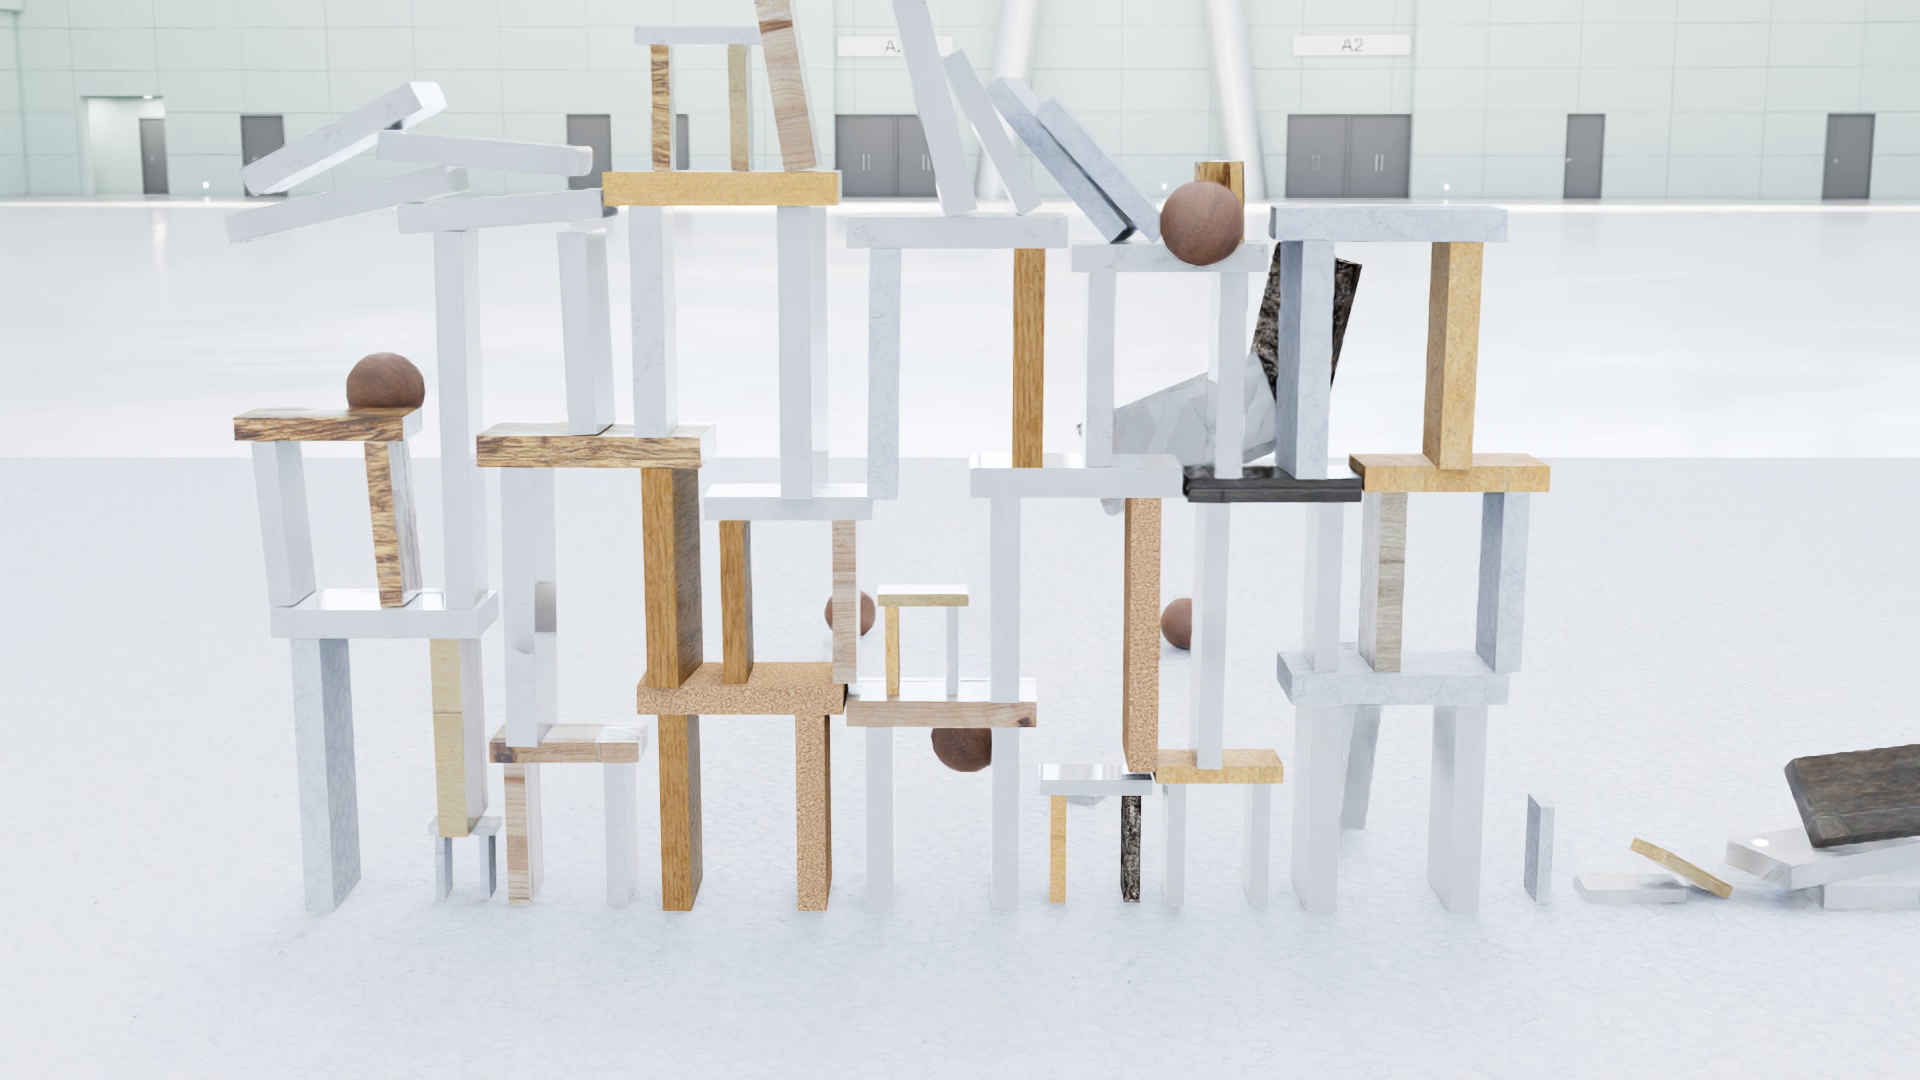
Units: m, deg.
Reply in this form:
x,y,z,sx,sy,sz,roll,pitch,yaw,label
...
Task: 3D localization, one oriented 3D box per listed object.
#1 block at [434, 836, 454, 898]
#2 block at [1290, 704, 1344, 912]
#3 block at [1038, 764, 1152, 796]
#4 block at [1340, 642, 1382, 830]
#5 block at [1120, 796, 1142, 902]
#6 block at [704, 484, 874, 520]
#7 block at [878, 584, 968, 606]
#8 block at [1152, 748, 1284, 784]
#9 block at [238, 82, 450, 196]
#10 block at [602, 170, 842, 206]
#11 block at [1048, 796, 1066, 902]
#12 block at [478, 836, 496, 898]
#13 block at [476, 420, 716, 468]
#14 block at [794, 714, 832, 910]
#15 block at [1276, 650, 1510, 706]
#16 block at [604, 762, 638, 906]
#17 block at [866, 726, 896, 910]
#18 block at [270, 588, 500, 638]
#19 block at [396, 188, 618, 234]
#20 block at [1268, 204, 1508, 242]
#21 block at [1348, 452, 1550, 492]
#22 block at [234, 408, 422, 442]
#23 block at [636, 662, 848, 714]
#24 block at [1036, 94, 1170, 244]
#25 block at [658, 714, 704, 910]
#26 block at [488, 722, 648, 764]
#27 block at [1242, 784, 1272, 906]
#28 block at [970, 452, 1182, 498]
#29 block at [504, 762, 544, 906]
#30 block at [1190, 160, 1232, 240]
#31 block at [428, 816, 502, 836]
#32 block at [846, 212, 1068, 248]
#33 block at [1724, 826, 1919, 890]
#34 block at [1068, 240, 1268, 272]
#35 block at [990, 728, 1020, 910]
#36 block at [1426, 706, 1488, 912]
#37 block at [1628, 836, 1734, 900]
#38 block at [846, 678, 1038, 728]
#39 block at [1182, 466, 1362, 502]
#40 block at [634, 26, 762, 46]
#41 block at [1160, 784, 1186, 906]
x,y,z,sx,sy,sz,roll,pitch,yaw,label
-0.859,0.535,3.661,0.016,0.110,0.055,1,11,0,block
0.589,0.419,3.637,0.049,0.347,0.174,0,11,0,block
0.222,0.396,3.636,0.184,0.026,0.092,0,11,0,block
0.706,0.350,3.966,0.047,0.330,0.165,9,-4,-6,block
0.284,0.499,3.655,0.026,0.184,0.092,0,11,0,block
-0.273,-0.062,3.551,0.266,0.038,0.133,0,11,-1,block
-0.061,0.090,3.578,0.147,0.021,0.073,0,11,-2,block
0.422,0.373,3.625,0.207,0.029,0.104,0,11,0,block
-0.962,-0.629,3.441,0.303,0.043,0.152,-25,10,7,block
-0.367,-0.552,3.445,0.357,0.051,0.179,0,11,-1,block
0.161,0.499,3.655,0.026,0.184,0.092,0,11,0,block
-0.786,0.535,3.661,0.016,0.110,0.055,1,11,0,block
-0.580,-0.154,3.534,0.354,0.050,0.177,0,11,2,block
-0.241,0.428,3.638,0.047,0.330,0.165,0,11,0,block
0.705,0.224,3.602,0.347,0.049,0.174,0,11,0,block
-0.562,0.470,3.651,0.034,0.242,0.121,0,11,0,block
-0.130,0.439,3.642,0.043,0.307,0.153,0,11,0,block
-0.932,0.119,3.576,0.329,0.047,0.165,0,10,0,block
-0.709,-0.520,3.465,0.315,0.045,0.158,-4,11,1,block
0.671,-0.500,3.471,0.352,0.050,0.176,1,11,4,block
0.785,-0.109,3.546,0.293,0.041,0.146,0,11,-1,block
-1.010,-0.186,3.525,0.265,0.038,0.133,0,10,-1,block
-0.353,0.242,3.604,0.330,0.047,0.165,0,11,0,block
0.223,-0.582,3.439,0.038,0.267,0.134,-42,10,12,block
-0.462,0.428,3.638,0.047,0.330,0.165,0,11,0,block
-0.643,0.334,3.627,0.242,0.034,0.121,0,11,0,block
0.492,0.489,3.646,0.029,0.207,0.103,0,11,0,block
0.184,-0.105,3.539,0.333,0.047,0.166,0,11,1,block
-0.724,0.470,3.652,0.034,0.242,0.121,0,11,0,block
0.403,-0.541,3.507,0.062,0.124,0.018,-3,15,-18,block
-0.821,0.474,3.649,0.110,0.016,0.055,0,11,0,block
-0.004,-0.490,3.475,0.342,0.048,0.171,0,11,0,block
1.448,0.524,3.683,0.293,0.042,0.147,-5,12,-24,block
0.325,-0.450,3.479,0.304,0.043,0.152,0,10,0,block
0.074,0.439,3.643,0.043,0.307,0.153,0,11,0,block
0.821,0.419,3.636,0.049,0.347,0.174,0,11,0,block
1.194,0.543,3.641,0.164,0.023,0.082,28,-2,-26,block
-0.029,0.266,3.612,0.307,0.043,0.153,0,11,0,block
0.498,-0.090,3.544,0.275,0.039,0.138,0,10,-1,block
-0.402,-0.779,3.404,0.192,0.027,0.096,0,11,-1,block
0.354,0.489,3.647,0.029,0.207,0.104,0,11,0,block
